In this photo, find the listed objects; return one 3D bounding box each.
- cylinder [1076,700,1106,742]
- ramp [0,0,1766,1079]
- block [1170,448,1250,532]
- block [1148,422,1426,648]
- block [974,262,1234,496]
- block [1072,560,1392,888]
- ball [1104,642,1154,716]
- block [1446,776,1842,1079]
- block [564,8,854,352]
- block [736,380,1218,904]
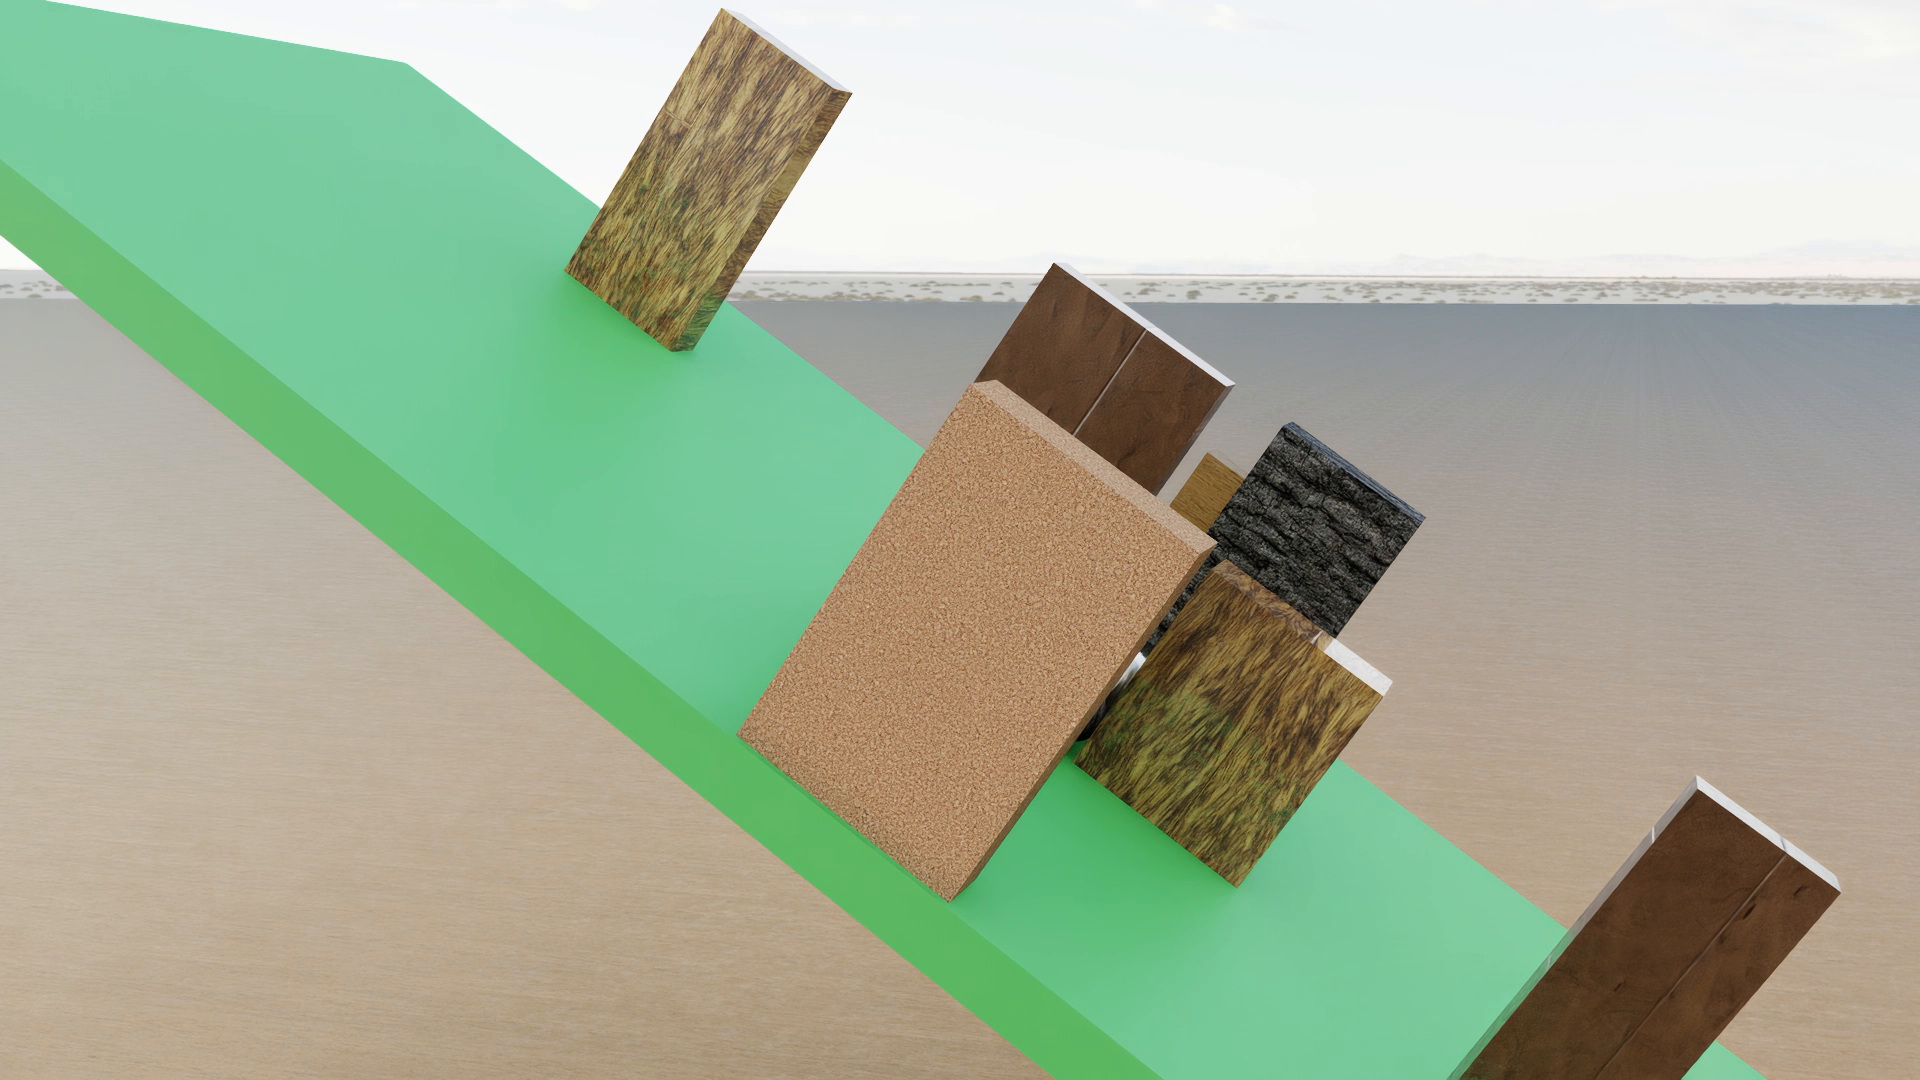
[{"bbox_3d":[0.175,0.292,3.880,0.118,0.118,0.118,5,-5,38],"label":"cylinder"},{"bbox_3d":[-0.099,0.174,4.086,4.000,0.100,2.000,37,16,10],"label":"ramp"},{"bbox_3d":[0.564,0.105,4.634,0.395,0.441,0.102,37,16,10],"label":"block"},{"bbox_3d":[0.549,0.134,4.121,0.304,0.649,0.116,37,16,10],"label":"block"},{"bbox_3d":[0.100,-0.058,3.630,0.343,0.727,0.084,37,16,10],"label":"block"},{"bbox_3d":[0.474,0.317,3.834,0.358,0.426,0.143,37,16,10],"label":"block"},{"bbox_3d":[0.286,0.261,4.054,0.194,0.194,0.194,0,7,0],"label":"ball"},{"bbox_3d":[0.988,0.694,3.280,0.242,0.676,0.092,37,16,10],"label":"block"},{"bbox_3d":[-0.526,-0.741,4.565,0.296,0.643,0.110,37,16,10],"label":"block"},{"bbox_3d":[0.018,0.141,3.077,0.386,0.612,0.129,37,16,10],"label":"block"}]
